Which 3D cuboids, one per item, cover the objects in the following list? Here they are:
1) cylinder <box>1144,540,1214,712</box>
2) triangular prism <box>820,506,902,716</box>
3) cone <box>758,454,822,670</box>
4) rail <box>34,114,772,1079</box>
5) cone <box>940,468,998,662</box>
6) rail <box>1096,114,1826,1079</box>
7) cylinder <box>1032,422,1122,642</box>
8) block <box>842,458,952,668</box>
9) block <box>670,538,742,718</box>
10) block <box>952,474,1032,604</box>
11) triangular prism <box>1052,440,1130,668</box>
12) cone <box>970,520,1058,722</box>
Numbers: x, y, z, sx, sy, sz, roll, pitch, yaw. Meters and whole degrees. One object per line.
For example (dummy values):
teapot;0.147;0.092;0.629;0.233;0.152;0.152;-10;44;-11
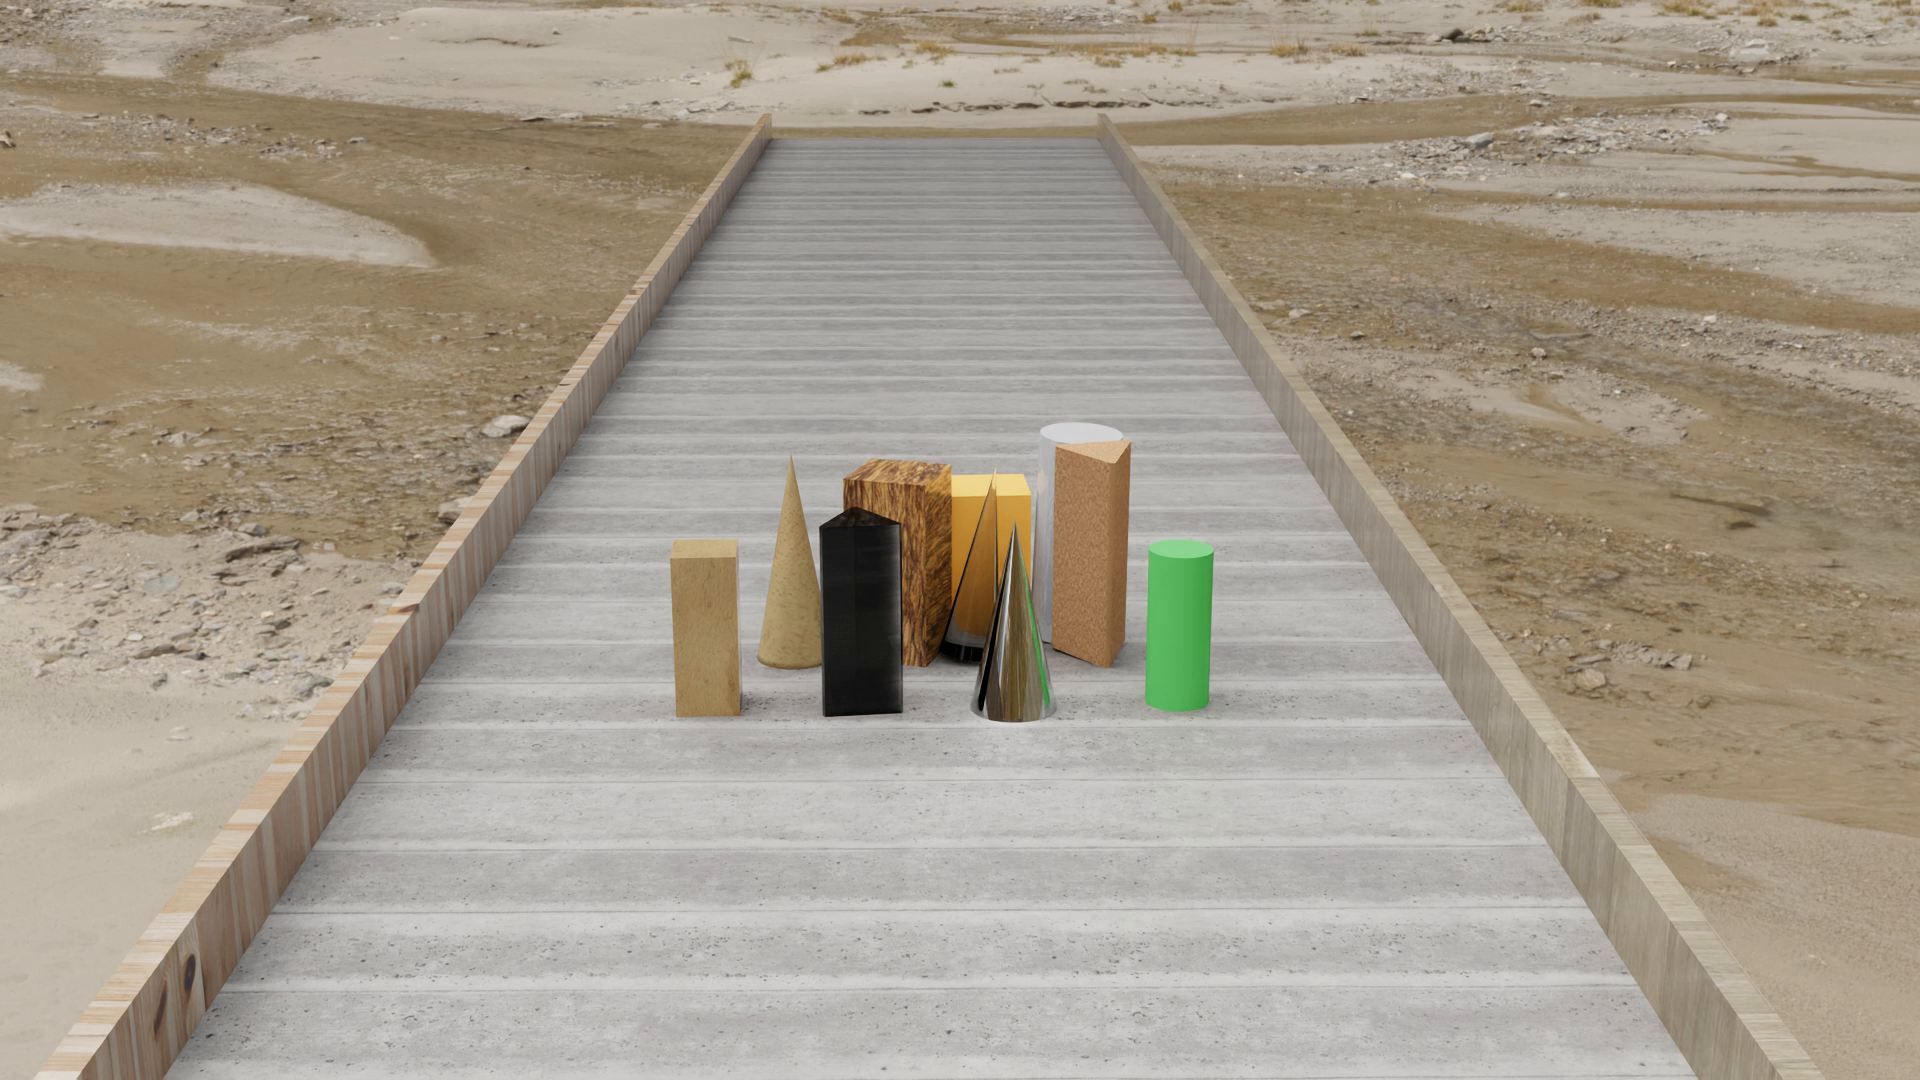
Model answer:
cylinder;0.414;0.161;4.156;0.121;0.302;0.121;0;17;0
triangular prism;-0.190;0.132;4.135;0.149;0.369;0.129;-2;17;-8
cone;-0.332;0.032;4.375;0.154;0.424;0.154;0;17;0
rail;-1.118;-0.838;7.780;0.050;0.150;12.000;0;17;-1
cone;0.045;0.040;4.390;0.124;0.386;0.124;7;12;-2
rail;0.932;-0.844;7.801;0.050;0.150;12.000;0;17;-1
cylinder;0.237;-0.013;4.507;0.168;0.427;0.168;2;18;-1
block;-0.123;0.044;4.423;0.170;0.375;0.170;5;17;17
block;-0.474;0.165;4.128;0.119;0.311;0.119;-1;17;-3
block;0.055;0.032;4.585;0.168;0.304;0.168;-1;17;-4
triangular prism;0.288;0.019;4.393;0.133;0.428;0.154;-18;27;-41
cone;0.102;0.139;4.111;0.166;0.370;0.166;0;17;0
